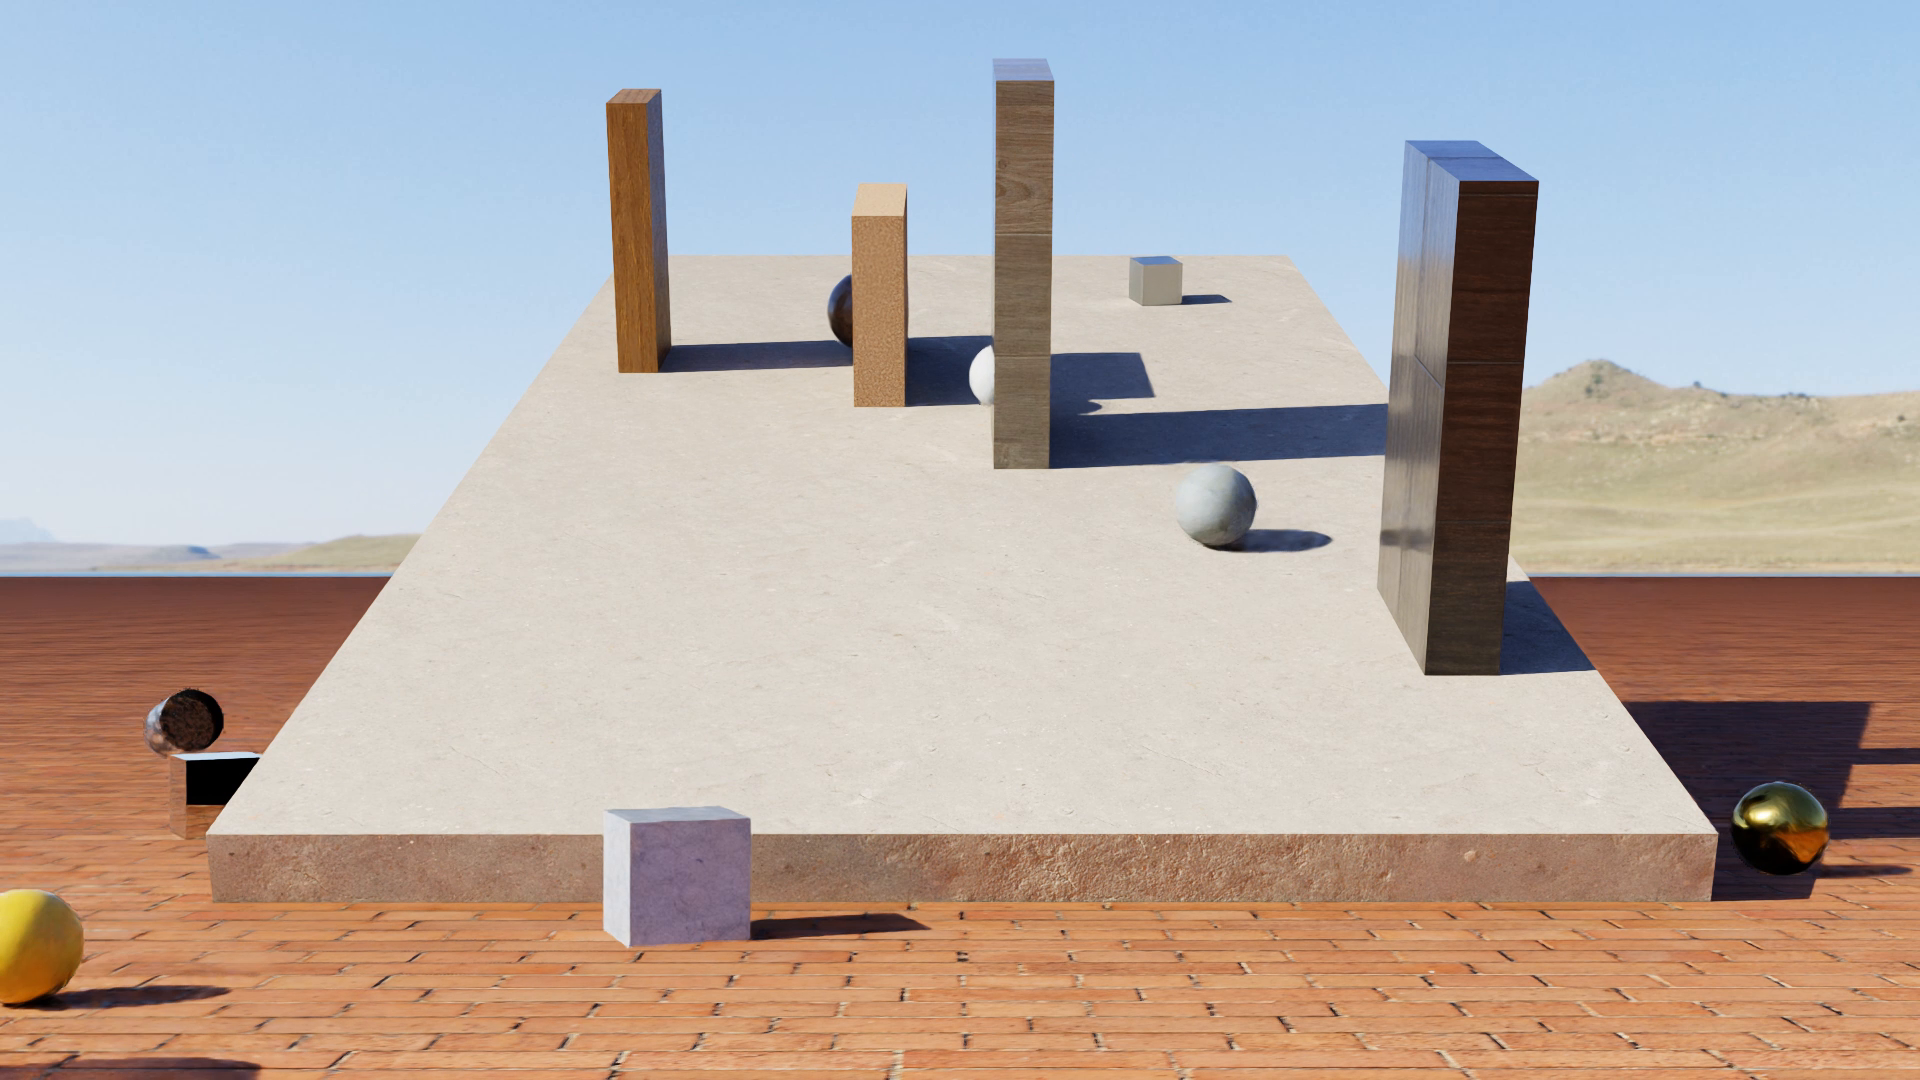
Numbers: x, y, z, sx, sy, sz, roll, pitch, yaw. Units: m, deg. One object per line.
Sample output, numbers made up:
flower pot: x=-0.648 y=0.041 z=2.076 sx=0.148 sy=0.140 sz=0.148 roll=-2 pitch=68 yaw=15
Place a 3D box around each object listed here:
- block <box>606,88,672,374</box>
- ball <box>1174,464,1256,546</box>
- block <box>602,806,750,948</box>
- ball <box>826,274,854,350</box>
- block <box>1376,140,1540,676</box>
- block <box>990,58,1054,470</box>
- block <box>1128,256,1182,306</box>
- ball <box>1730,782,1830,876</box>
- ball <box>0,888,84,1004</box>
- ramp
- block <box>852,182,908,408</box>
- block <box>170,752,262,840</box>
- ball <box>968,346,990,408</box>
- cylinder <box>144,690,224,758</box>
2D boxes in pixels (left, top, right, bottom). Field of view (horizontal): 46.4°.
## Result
block: x=-0.769 y=-0.745 z=5.382 sx=0.094 sy=0.638 sz=0.277 roll=0 pitch=18 yaw=0
ball: x=0.468 y=-0.064 z=4.099 sx=0.150 sy=0.150 sz=0.150 roll=0 pitch=-1 yaw=0
block: x=-0.345 y=0.406 z=2.721 sx=0.147 sy=0.147 sz=0.147 roll=0 pitch=-1 yaw=-21
ball: x=-0.230 y=-0.566 z=5.542 sx=0.200 sy=0.200 sz=0.200 roll=0 pitch=-1 yaw=0
block: x=0.783 y=-0.220 z=3.574 sx=0.116 sy=0.773 sz=0.412 roll=0 pitch=18 yaw=0
block: x=0.125 y=-0.579 z=4.649 sx=0.114 sy=0.784 sz=0.399 roll=0 pitch=18 yaw=0
block: x=0.534 y=-0.708 z=6.117 sx=0.112 sy=0.112 sz=0.112 roll=-5 pitch=19 yaw=-14
ball: x=1.192 y=0.420 z=3.257 sx=0.135 sy=0.135 sz=0.135 roll=0 pitch=-1 yaw=0
ball: x=-0.958 y=0.415 z=2.290 sx=0.117 sy=0.117 sz=0.117 roll=0 pitch=-1 yaw=0
ramp: x=-0.004 y=-0.189 z=4.875 sx=2.000 sy=0.100 sz=4.000 roll=0 pitch=18 yaw=0
block: x=-0.183 y=-0.576 z=5.198 sx=0.114 sy=0.434 sz=0.449 roll=0 pitch=18 yaw=0
block: x=-1.249 y=0.429 z=3.770 sx=0.130 sy=0.130 sz=0.130 roll=0 pitch=-1 yaw=-31
ball: x=0.096 y=-0.365 z=5.009 sx=0.152 sy=0.152 sz=0.152 roll=0 pitch=-1 yaw=0
cylinder: x=-1.799 y=0.429 z=5.191 sx=0.143 sy=0.143 sz=0.143 roll=1 pitch=-12 yaw=-33
